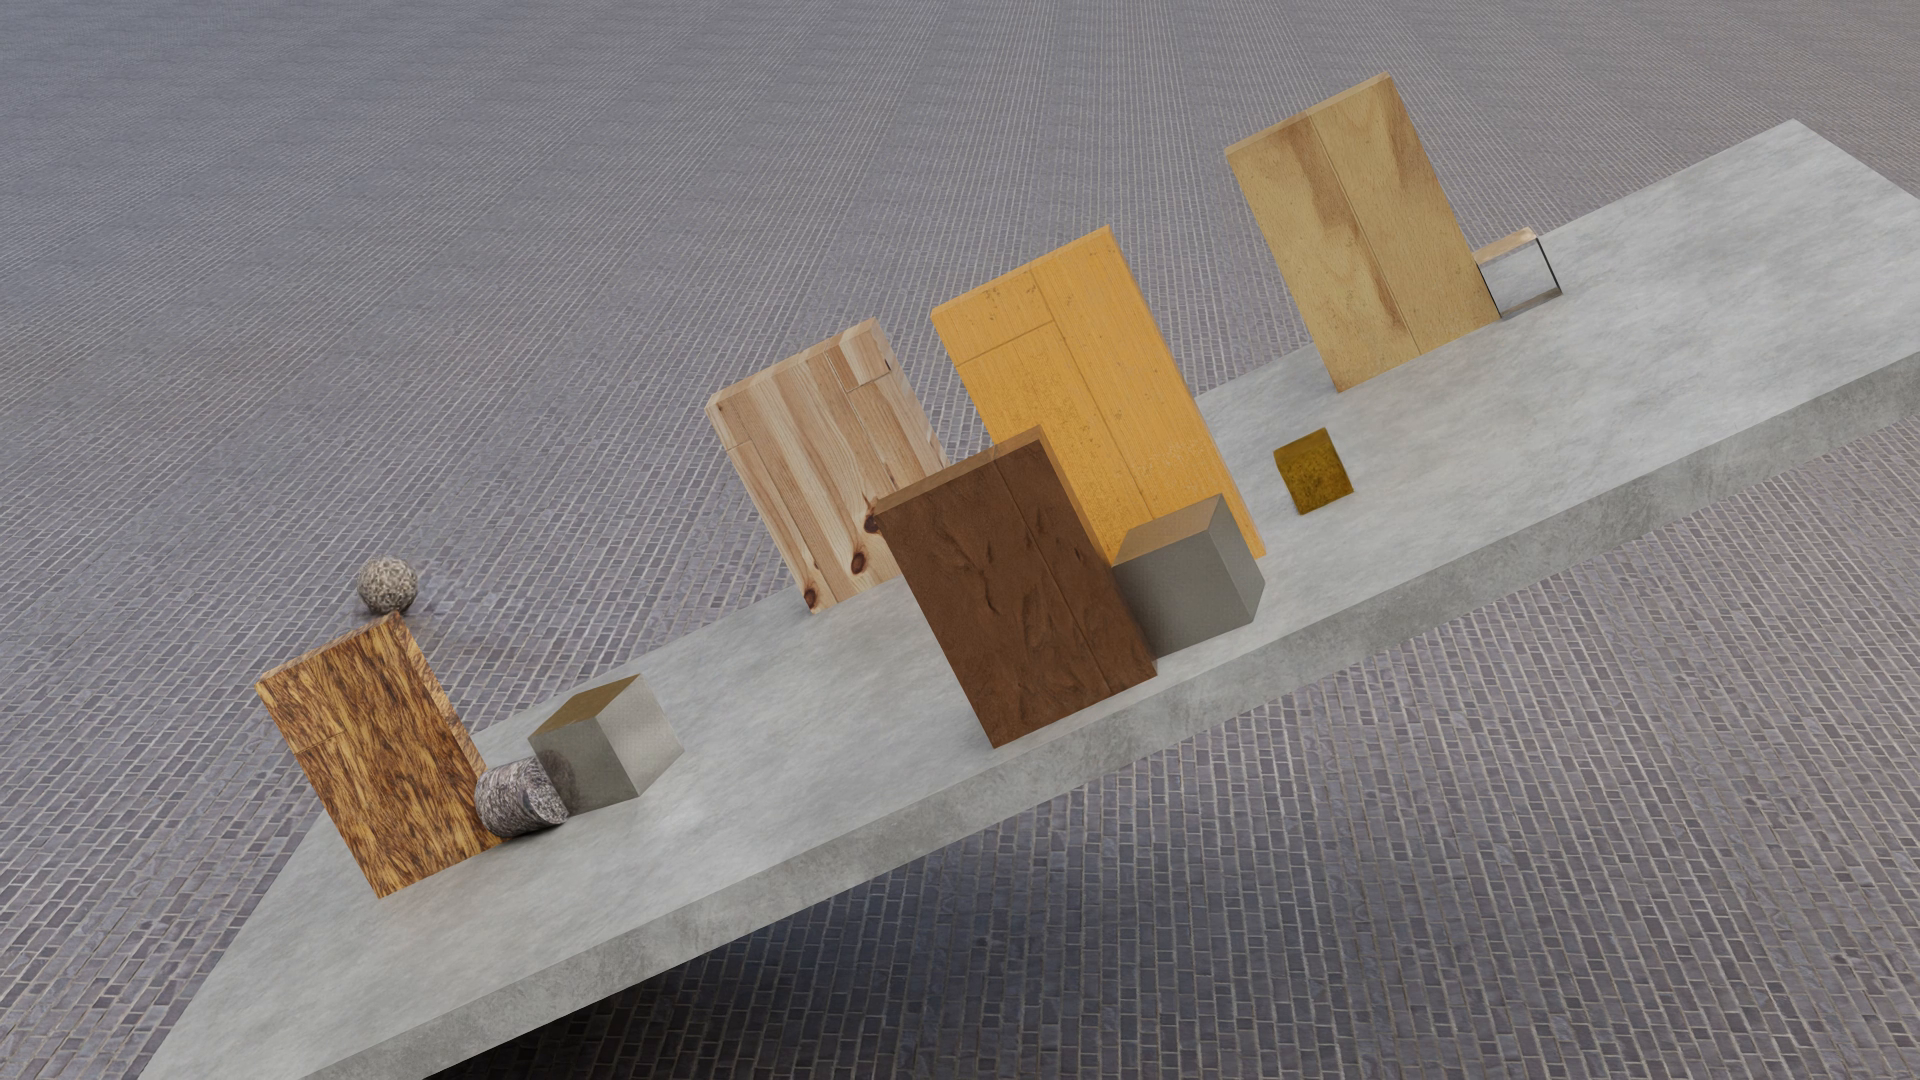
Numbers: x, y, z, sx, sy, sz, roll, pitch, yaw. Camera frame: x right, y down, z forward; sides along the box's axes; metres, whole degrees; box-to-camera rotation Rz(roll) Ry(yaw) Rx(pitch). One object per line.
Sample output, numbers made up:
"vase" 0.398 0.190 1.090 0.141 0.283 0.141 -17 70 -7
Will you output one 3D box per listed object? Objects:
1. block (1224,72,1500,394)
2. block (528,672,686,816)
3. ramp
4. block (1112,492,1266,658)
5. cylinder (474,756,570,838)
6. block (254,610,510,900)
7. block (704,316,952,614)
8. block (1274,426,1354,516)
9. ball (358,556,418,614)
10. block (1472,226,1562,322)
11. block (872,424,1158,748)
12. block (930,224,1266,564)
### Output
"block" 0.889 -0.678 6.500 0.392 0.592 0.101 -25 14 10
"block" -0.762 0.442 6.344 0.200 0.200 0.200 -18 16 33
"ramp" 0.138 0.168 6.281 4.000 0.100 2.000 -25 14 10
"block" 0.427 0.066 5.470 0.196 0.196 0.196 -22 14 20
"cylinder" -0.938 0.553 6.362 0.156 0.156 0.156 -18 4 34
"block" -1.247 0.470 6.412 0.338 0.551 0.083 -25 14 10
"block" -0.273 -0.174 6.932 0.435 0.556 0.147 -25 14 10
"block" 0.704 -0.137 5.867 0.115 0.115 0.115 -25 14 9
"ball" -1.815 0.146 9.342 0.185 0.185 0.185 0 16 0
"block" 1.227 -0.588 6.489 0.140 0.140 0.140 -25 14 9
"block" 0.104 0.087 5.372 0.332 0.493 0.111 -25 14 10
"block" 0.271 -0.209 5.698 0.378 0.705 0.081 -25 14 10
